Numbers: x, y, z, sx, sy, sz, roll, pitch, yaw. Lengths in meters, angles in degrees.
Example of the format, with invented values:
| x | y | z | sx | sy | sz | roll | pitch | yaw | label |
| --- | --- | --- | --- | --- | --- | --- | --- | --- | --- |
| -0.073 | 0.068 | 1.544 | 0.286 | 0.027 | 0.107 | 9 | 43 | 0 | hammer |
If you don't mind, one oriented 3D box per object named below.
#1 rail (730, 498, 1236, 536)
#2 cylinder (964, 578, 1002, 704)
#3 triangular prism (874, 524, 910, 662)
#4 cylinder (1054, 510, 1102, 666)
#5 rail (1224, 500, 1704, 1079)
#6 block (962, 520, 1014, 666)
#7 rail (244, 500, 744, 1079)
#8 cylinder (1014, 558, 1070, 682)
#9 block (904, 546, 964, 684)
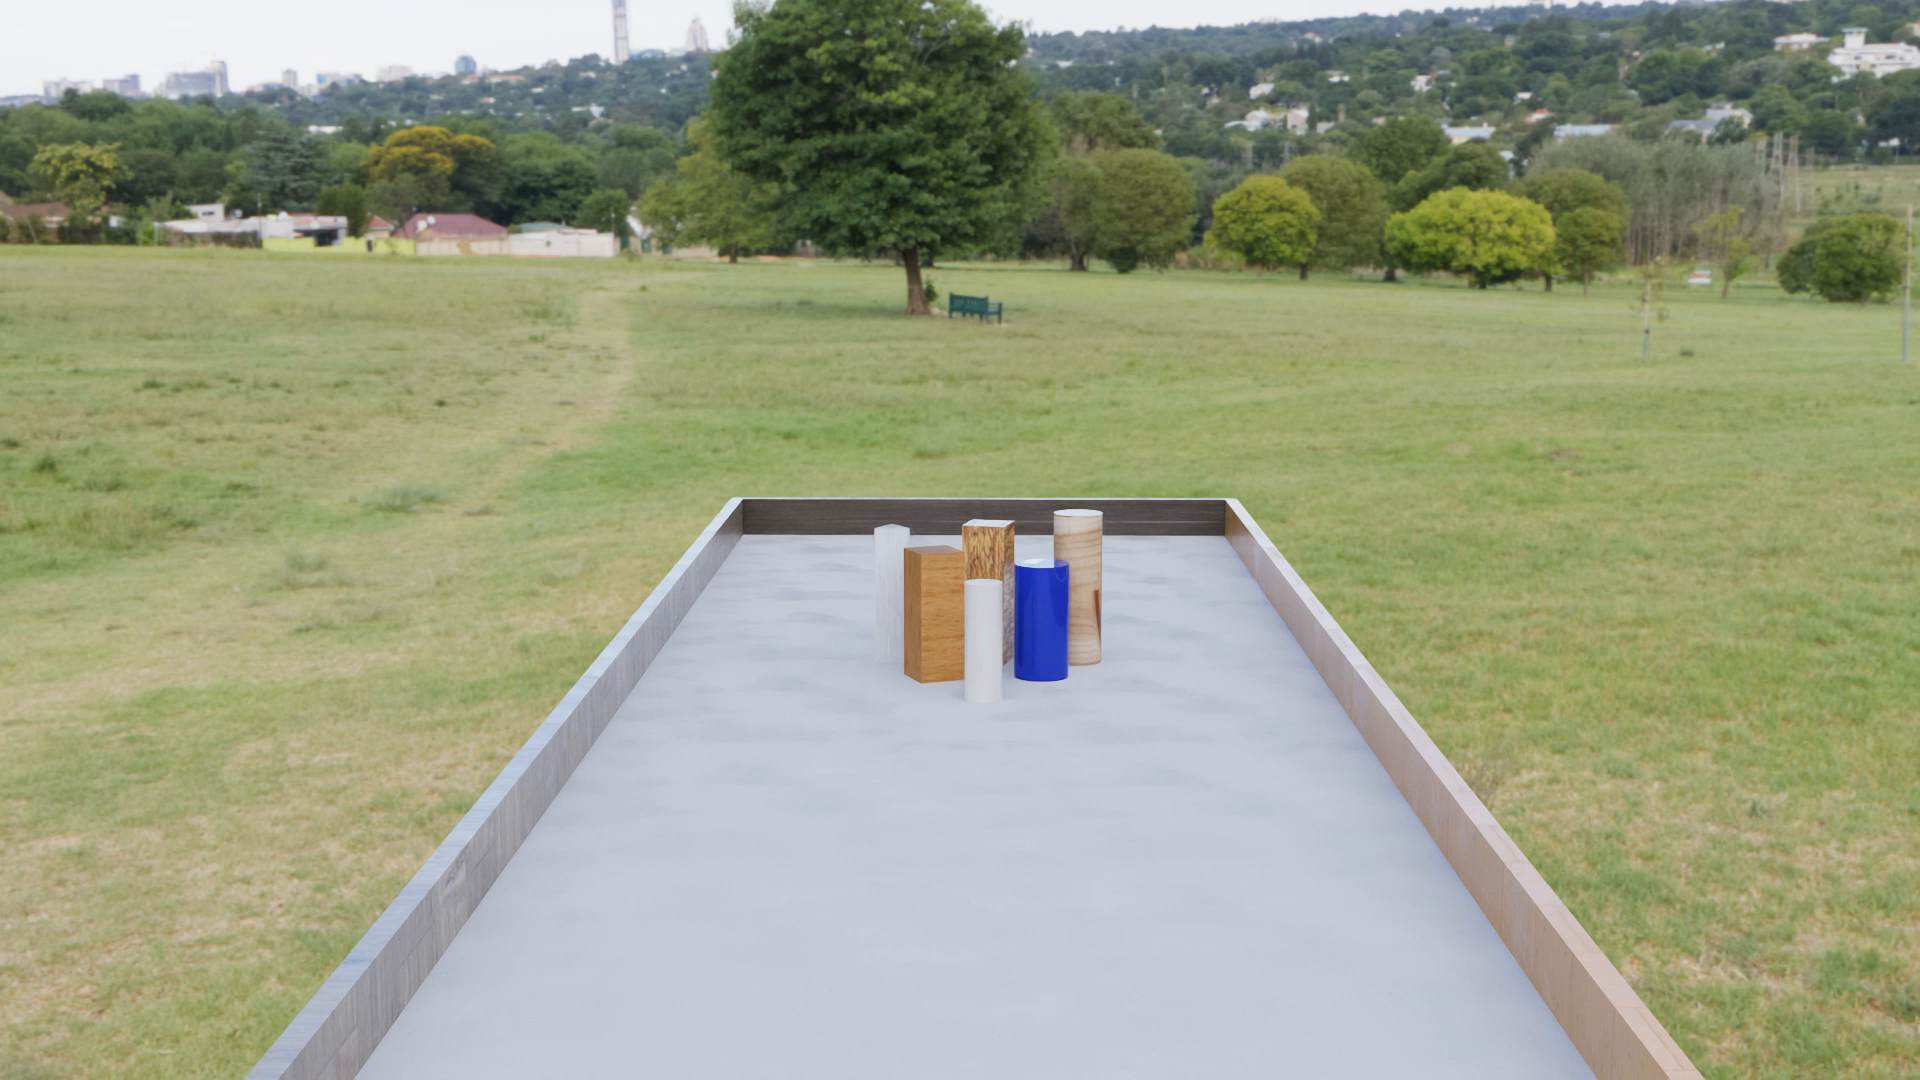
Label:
| x | y | z | sx | sy | sz | roll | pitch | yaw | label |
| --- | --- | --- | --- | --- | --- | --- | --- | --- | --- |
| 0.099 | -0.098 | 9.147 | 2.100 | 0.150 | 0.050 | 0 | 9 | 1 | rail |
| 0.066 | 0.282 | 6.164 | 0.107 | 0.333 | 0.107 | 0 | 9 | 0 | cylinder |
| -0.206 | 0.160 | 6.694 | 0.104 | 0.409 | 0.090 | 0 | 9 | -2 | triangular prism |
| 0.356 | 0.143 | 6.652 | 0.147 | 0.456 | 0.147 | 0 | 9 | 0 | cylinder |
| 1.046 | 0.843 | 3.208 | 0.050 | 0.150 | 12.000 | 0 | 9 | 1 | rail |
| 0.086 | 0.157 | 6.670 | 0.130 | 0.422 | 0.130 | 2 | 9 | 15 | block |
| -1.004 | 0.839 | 3.234 | 0.050 | 0.150 | 12.000 | 0 | 9 | 1 | rail |
| 0.240 | 0.235 | 6.452 | 0.161 | 0.337 | 0.161 | 0 | 9 | 0 | cylinder |
| -0.076 | 0.216 | 6.438 | 0.136 | 0.379 | 0.136 | -4 | 10 | -23 | block |
